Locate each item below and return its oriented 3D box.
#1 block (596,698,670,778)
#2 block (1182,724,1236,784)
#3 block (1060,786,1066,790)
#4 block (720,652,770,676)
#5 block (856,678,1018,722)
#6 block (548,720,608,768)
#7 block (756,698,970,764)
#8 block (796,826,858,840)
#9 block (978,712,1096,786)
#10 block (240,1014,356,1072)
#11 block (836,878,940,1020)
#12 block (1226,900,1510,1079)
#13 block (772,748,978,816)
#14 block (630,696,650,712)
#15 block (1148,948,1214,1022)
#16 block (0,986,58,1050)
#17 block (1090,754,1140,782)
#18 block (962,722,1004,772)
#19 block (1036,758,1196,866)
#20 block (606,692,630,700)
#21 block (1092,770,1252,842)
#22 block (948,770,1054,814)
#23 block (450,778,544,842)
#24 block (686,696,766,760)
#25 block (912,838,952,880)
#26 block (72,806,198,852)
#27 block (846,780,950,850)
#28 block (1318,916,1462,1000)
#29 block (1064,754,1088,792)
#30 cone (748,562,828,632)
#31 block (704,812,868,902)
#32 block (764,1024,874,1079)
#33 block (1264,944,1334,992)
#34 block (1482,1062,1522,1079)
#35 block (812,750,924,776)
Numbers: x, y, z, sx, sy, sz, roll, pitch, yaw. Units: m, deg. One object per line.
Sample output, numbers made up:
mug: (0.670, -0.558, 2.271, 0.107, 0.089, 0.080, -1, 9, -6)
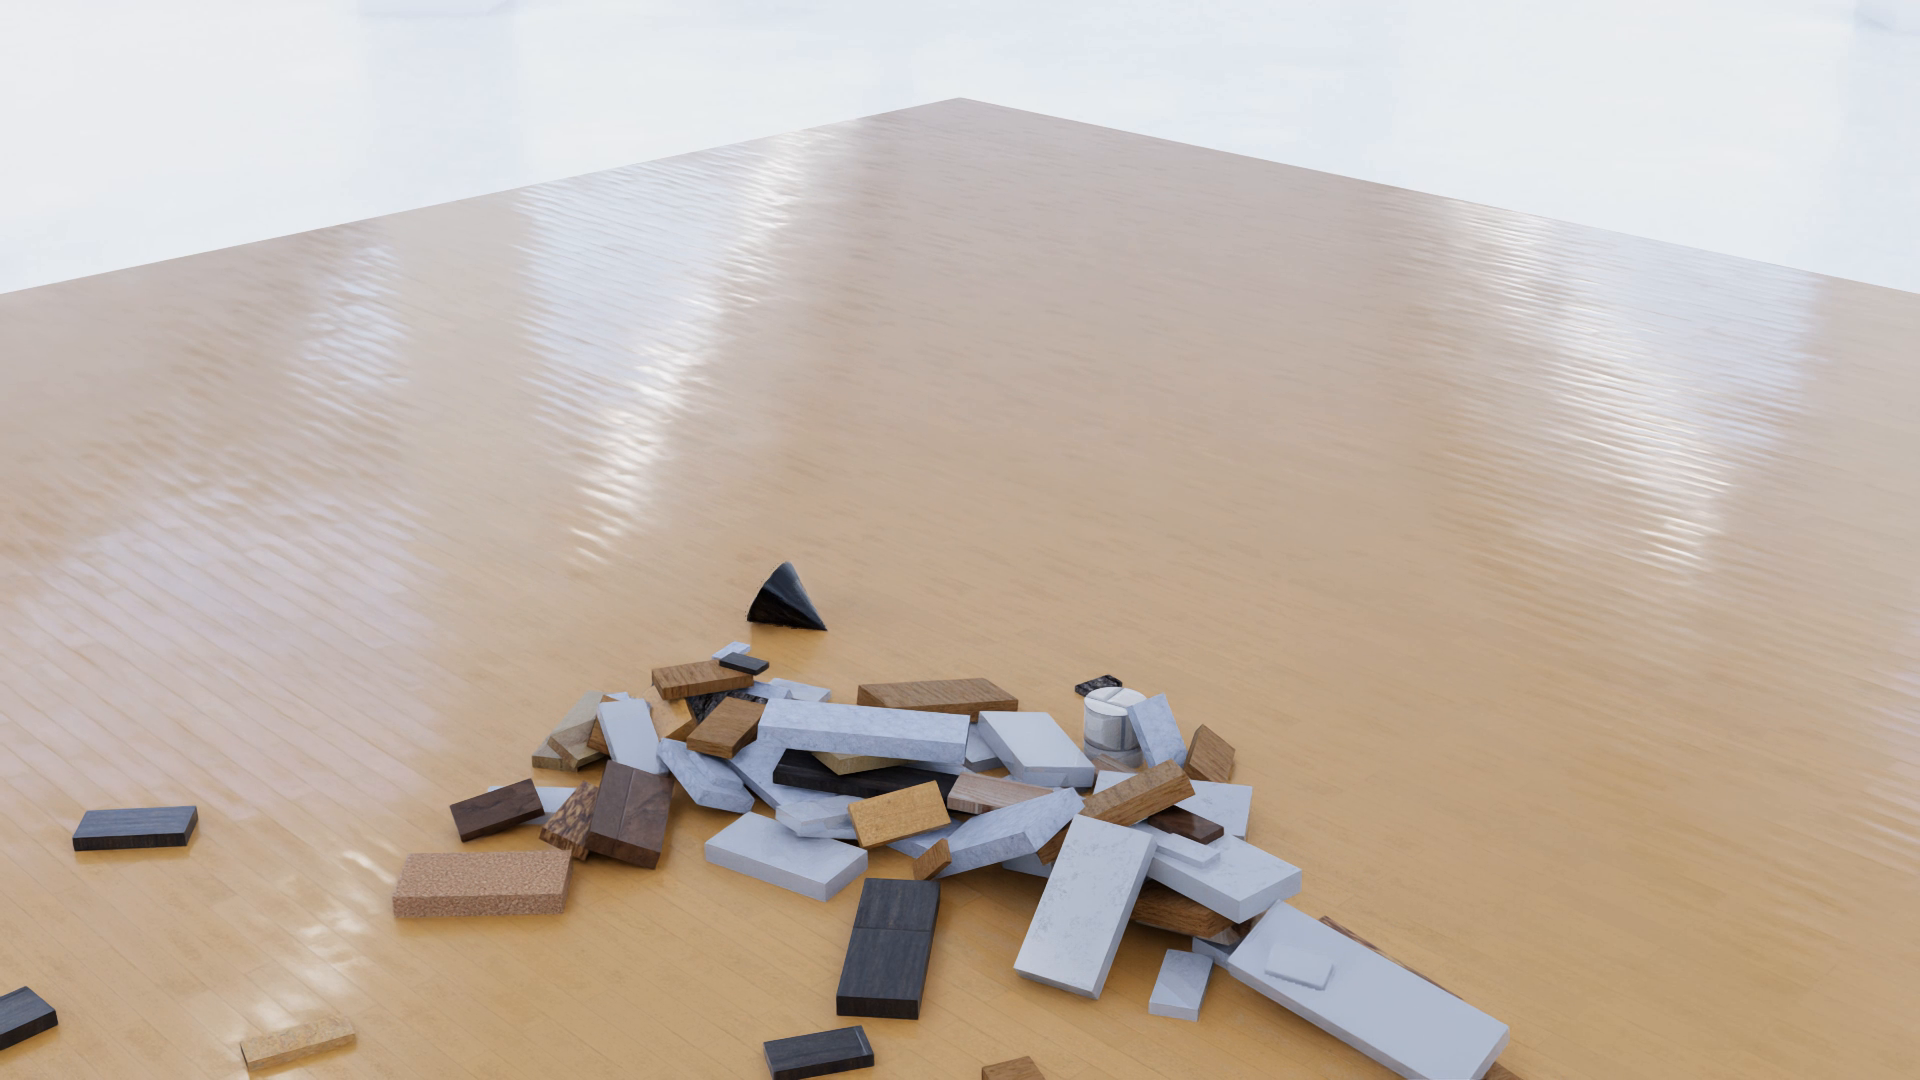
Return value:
block: (-0.687, 0.423, 4.613, 0.101, 0.029, 0.206, -4, 46, -25)
block: (0.519, 0.459, 4.584, 0.090, 0.026, 0.181, 38, 27, -3)
block: (0.173, 0.538, 4.468, 0.130, 0.018, 0.065, -14, 27, -30)
block: (-0.471, 0.271, 4.803, 0.099, 0.014, 0.049, 13, 26, 28)
block: (-0.049, 0.352, 4.786, 0.313, 0.044, 0.157, -1, 15, -29)
block: (-0.784, 0.426, 4.652, 0.085, 0.024, 0.169, 38, 28, 20)
block: (-0.193, 0.387, 4.468, 0.417, 0.044, 0.157, 5, 17, 2)
block: (-0.254, 0.563, 4.318, 0.133, 0.019, 0.067, 4, 15, -6)
block: (0.156, 0.435, 4.598, 0.154, 0.044, 0.308, 3, 16, -18)
block: (-1.123, 0.851, 3.730, 0.178, 0.019, 0.067, -11, 26, -25)
block: (-0.125, 0.734, 3.979, 0.143, 0.040, 0.386, 2, 23, 5)
block: (0.687, 0.780, 3.730, 0.465, 0.044, 0.154, 26, 58, 35)
block: (-0.129, 0.490, 4.413, 0.487, 0.026, 0.091, 8, 29, 12)
block: (-0.692, 0.375, 4.734, 0.046, 0.013, 0.092, 20, 27, -15)
block: (0.392, 0.784, 3.881, 0.085, 0.024, 0.171, 6, 24, 15)
block: (-1.666, 0.838, 3.746, 0.107, 0.030, 0.214, 20, 30, 39)
block: (0.333, 0.495, 4.542, 0.150, 0.021, 0.075, 25, 33, 31)
block: (0.025, 0.436, 4.698, 0.095, 0.027, 0.190, -11, 25, -24)
block: (0.280, 0.510, 4.137, 0.311, 0.044, 0.156, -25, 6, -2)
block: (-0.744, 0.361, 4.818, 0.046, 0.013, 0.092, -8, 24, -17)
block: (0.420, 0.542, 4.395, 0.311, 0.044, 0.156, 5, 33, 12)
block: (0.080, 0.509, 4.330, 0.190, 0.027, 0.095, 10, 30, 15)
block: (-0.925, 0.540, 4.393, 0.169, 0.024, 0.085, -18, 46, -17)
block: (-0.482, 0.391, 4.591, 0.101, 0.029, 0.202, 11, 24, 15)
block: (-0.054, 0.614, 4.180, 0.014, 0.099, 0.050, 18, 44, -34)
block: (-1.638, 0.573, 4.372, 0.214, 0.030, 0.107, -2, 23, -5)
block: (-0.120, 0.539, 4.302, 0.183, 0.026, 0.091, -13, 66, -18)
block: (0.724, 0.752, 3.825, 0.292, 0.026, 0.090, 29, 36, 36)
block: (0.232, 0.487, 4.589, 0.065, 0.018, 0.130, 0, 23, 1)
cone: (-0.386, 0.170, 5.261, 0.174, 0.174, 0.174, 34, 31, 9)
block: (-0.337, 0.612, 4.266, 0.285, 0.040, 0.143, 14, 27, 29)
block: (-0.238, 0.864, 3.694, 0.171, 0.024, 0.086, -7, 24, -15)
block: (0.581, 0.733, 3.767, 0.106, 0.015, 0.053, 13, 51, 27)
block: (0.857, 0.882, 3.656, 0.070, 0.020, 0.140, -16, 28, -32)
block: (-0.171, 0.425, 4.481, 0.234, 0.033, 0.117, -6, 19, -31)
